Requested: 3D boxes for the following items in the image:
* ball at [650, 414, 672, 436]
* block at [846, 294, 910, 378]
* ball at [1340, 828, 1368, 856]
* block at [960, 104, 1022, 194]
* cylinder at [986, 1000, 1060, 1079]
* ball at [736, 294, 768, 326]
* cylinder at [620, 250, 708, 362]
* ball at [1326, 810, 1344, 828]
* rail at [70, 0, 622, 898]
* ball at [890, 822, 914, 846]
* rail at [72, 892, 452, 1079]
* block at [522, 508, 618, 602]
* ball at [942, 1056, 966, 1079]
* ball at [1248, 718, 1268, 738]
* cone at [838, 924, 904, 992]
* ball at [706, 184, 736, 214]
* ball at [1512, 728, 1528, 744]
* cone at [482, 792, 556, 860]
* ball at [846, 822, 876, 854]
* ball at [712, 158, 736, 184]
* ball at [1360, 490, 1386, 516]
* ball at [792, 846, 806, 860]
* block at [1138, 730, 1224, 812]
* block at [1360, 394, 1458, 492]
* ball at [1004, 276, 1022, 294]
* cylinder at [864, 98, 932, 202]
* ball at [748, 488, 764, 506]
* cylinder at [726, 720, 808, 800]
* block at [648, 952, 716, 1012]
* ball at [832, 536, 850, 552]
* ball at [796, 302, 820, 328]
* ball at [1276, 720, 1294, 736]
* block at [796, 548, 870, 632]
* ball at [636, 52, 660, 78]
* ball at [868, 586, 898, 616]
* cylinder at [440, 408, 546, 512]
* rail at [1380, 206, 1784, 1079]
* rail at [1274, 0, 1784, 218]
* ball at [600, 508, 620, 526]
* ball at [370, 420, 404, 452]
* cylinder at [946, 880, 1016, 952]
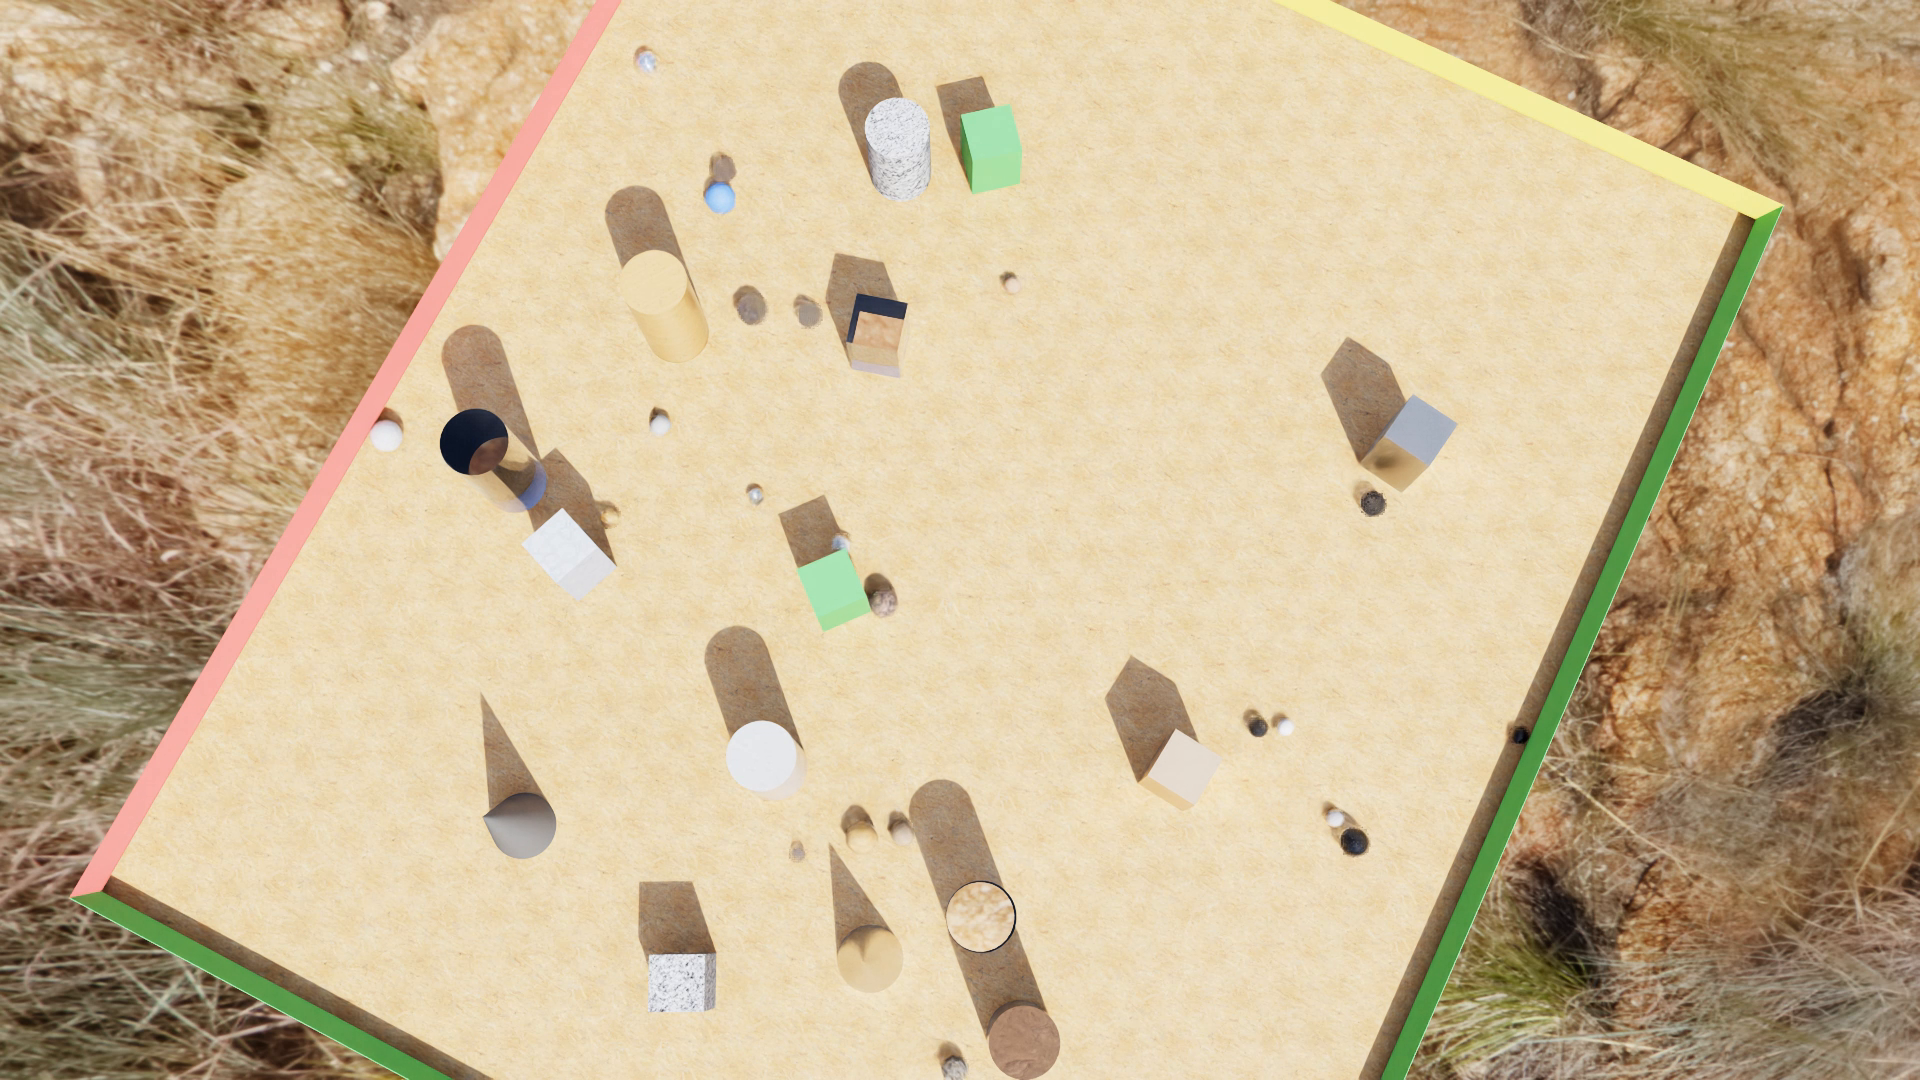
[{"bbox_3d":[-0.924,-0.354,5.657,0.064,0.064,0.064,0,78,0],"label":"ball"},{"bbox_3d":[-0.248,-0.622,5.605,0.156,0.274,0.156,11,79,2],"label":"block"},{"bbox_3d":[1.159,0.888,5.389,0.085,0.085,0.085,0,78,0],"label":"ball"},{"bbox_3d":[0.097,-1.220,5.735,0.156,0.262,0.156,-13,79,-3],"label":"block"},{"bbox_3d":[0.175,1.399,5.143,0.195,0.359,0.195,0,78,0],"label":"cylinder"},{"bbox_3d":[-0.649,-0.717,5.716,0.096,0.096,0.096,0,78,0],"label":"ball"},{"bbox_3d":[-0.885,-0.697,5.521,0.195,0.470,0.195,0,78,0],"label":"cylinder"},{"bbox_3d":[1.107,0.824,5.420,0.051,0.051,0.051,0,78,0],"label":"ball"},{"bbox_3d":[-1.607,-0.780,5.712,0.045,0.127,4.187,26,80,5],"label":"rail"},{"bbox_3d":[-0.172,0.866,5.402,0.068,0.068,0.068,0,78,0],"label":"ball"},{"bbox_3d":[-0.926,1.820,5.174,3.642,0.127,0.045,26,80,5],"label":"rail"},{"bbox_3d":[-1.157,0.047,5.446,0.156,0.315,0.156,-42,81,-8],"label":"block"},{"bbox_3d":[-0.016,1.520,5.265,0.072,0.072,0.072,0,78,0],"label":"ball"},{"bbox_3d":[0.890,0.561,5.470,0.060,0.060,0.060,0,78,0],"label":"ball"},{"bbox_3d":[-0.262,1.185,5.164,0.195,0.406,0.195,0,78,0],"label":"cone"},{"bbox_3d":[-0.756,-1.078,5.790,0.097,0.097,0.097,0,78,0],"label":"ball"},{"bbox_3d":[1.671,0.585,5.470,0.050,0.050,0.050,0,78,0],"label":"ball"},{"bbox_3d":[-1.296,0.800,5.204,0.195,0.483,0.195,0,78,0],"label":"cone"},{"bbox_3d":[-0.290,0.875,5.389,0.092,0.092,0.092,0,78,0],"label":"ball"},{"bbox_3d":[-0.749,-1.172,5.819,0.079,0.079,0.079,0,78,0],"label":"ball"},{"bbox_3d":[1.261,-0.113,5.602,0.075,0.075,0.075,0,78,0],"label":"ball"},{"bbox_3d":[-0.476,0.926,5.404,0.040,0.040,0.040,0,78,0],"label":"ball"},{"bbox_3d":[0.637,0.672,5.324,0.156,0.302,0.156,32,80,6],"label":"block"},{"bbox_3d":[1.342,-0.285,5.500,0.156,0.344,0.156,35,80,7],"label":"block"},{"bbox_3d":[0.165,-0.799,5.752,0.058,0.058,0.058,0,78,0],"label":"ball"},{"bbox_3d":[-0.189,-1.209,5.693,0.195,0.340,0.195,0,78,0],"label":"cylinder"},{"bbox_3d":[-0.625,-0.131,5.617,0.052,0.052,0.052,0,78,0],"label":"ball"},{"bbox_3d":[-0.552,0.640,5.283,0.195,0.393,0.195,0,78,0],"label":"cylinder"},{"bbox_3d":[-0.790,1.261,5.230,0.156,0.246,0.156,-1,78,0],"label":"block"},{"bbox_3d":[-0.361,0.014,5.586,0.054,0.054,0.054,0,78,0],"label":"ball"},{"bbox_3d":[-0.473,-0.702,5.723,0.076,0.076,0.076,0,78,0],"label":"ball"},{"bbox_3d":[0.971,0.561,5.475,0.050,0.050,0.050,0,78,0],"label":"ball"},{"bbox_3d":[-0.374,0.152,5.450,0.156,0.265,0.156,-23,79,-5],"label":"block"},{"bbox_3d":[-1.003,-1.527,5.891,0.082,0.082,0.082,0,78,0],"label":"ball"},{"bbox_3d":[-0.231,0.186,5.532,0.090,0.090,0.090,0,78,0],"label":"ball"},{"bbox_3d":[-1.372,-0.228,5.415,0.195,0.488,0.195,0,78,0],"label":"cylinder"},{"bbox_3d":[1.607,0.794,5.386,0.045,0.127,4.187,26,80,5],"label":"rail"},{"bbox_3d":[0.926,-1.806,5.925,3.642,0.127,0.045,26,80,5],"label":"rail"},{"bbox_3d":[-1.071,-0.070,5.601,0.058,0.058,0.058,0,78,0],"label":"ball"},{"bbox_3d":[-1.762,-0.321,5.633,0.098,0.098,0.098,0,78,0],"label":"ball"},{"bbox_3d":[0.058,1.071,5.210,0.195,0.362,0.195,0,78,0],"label":"cylinder"}]
